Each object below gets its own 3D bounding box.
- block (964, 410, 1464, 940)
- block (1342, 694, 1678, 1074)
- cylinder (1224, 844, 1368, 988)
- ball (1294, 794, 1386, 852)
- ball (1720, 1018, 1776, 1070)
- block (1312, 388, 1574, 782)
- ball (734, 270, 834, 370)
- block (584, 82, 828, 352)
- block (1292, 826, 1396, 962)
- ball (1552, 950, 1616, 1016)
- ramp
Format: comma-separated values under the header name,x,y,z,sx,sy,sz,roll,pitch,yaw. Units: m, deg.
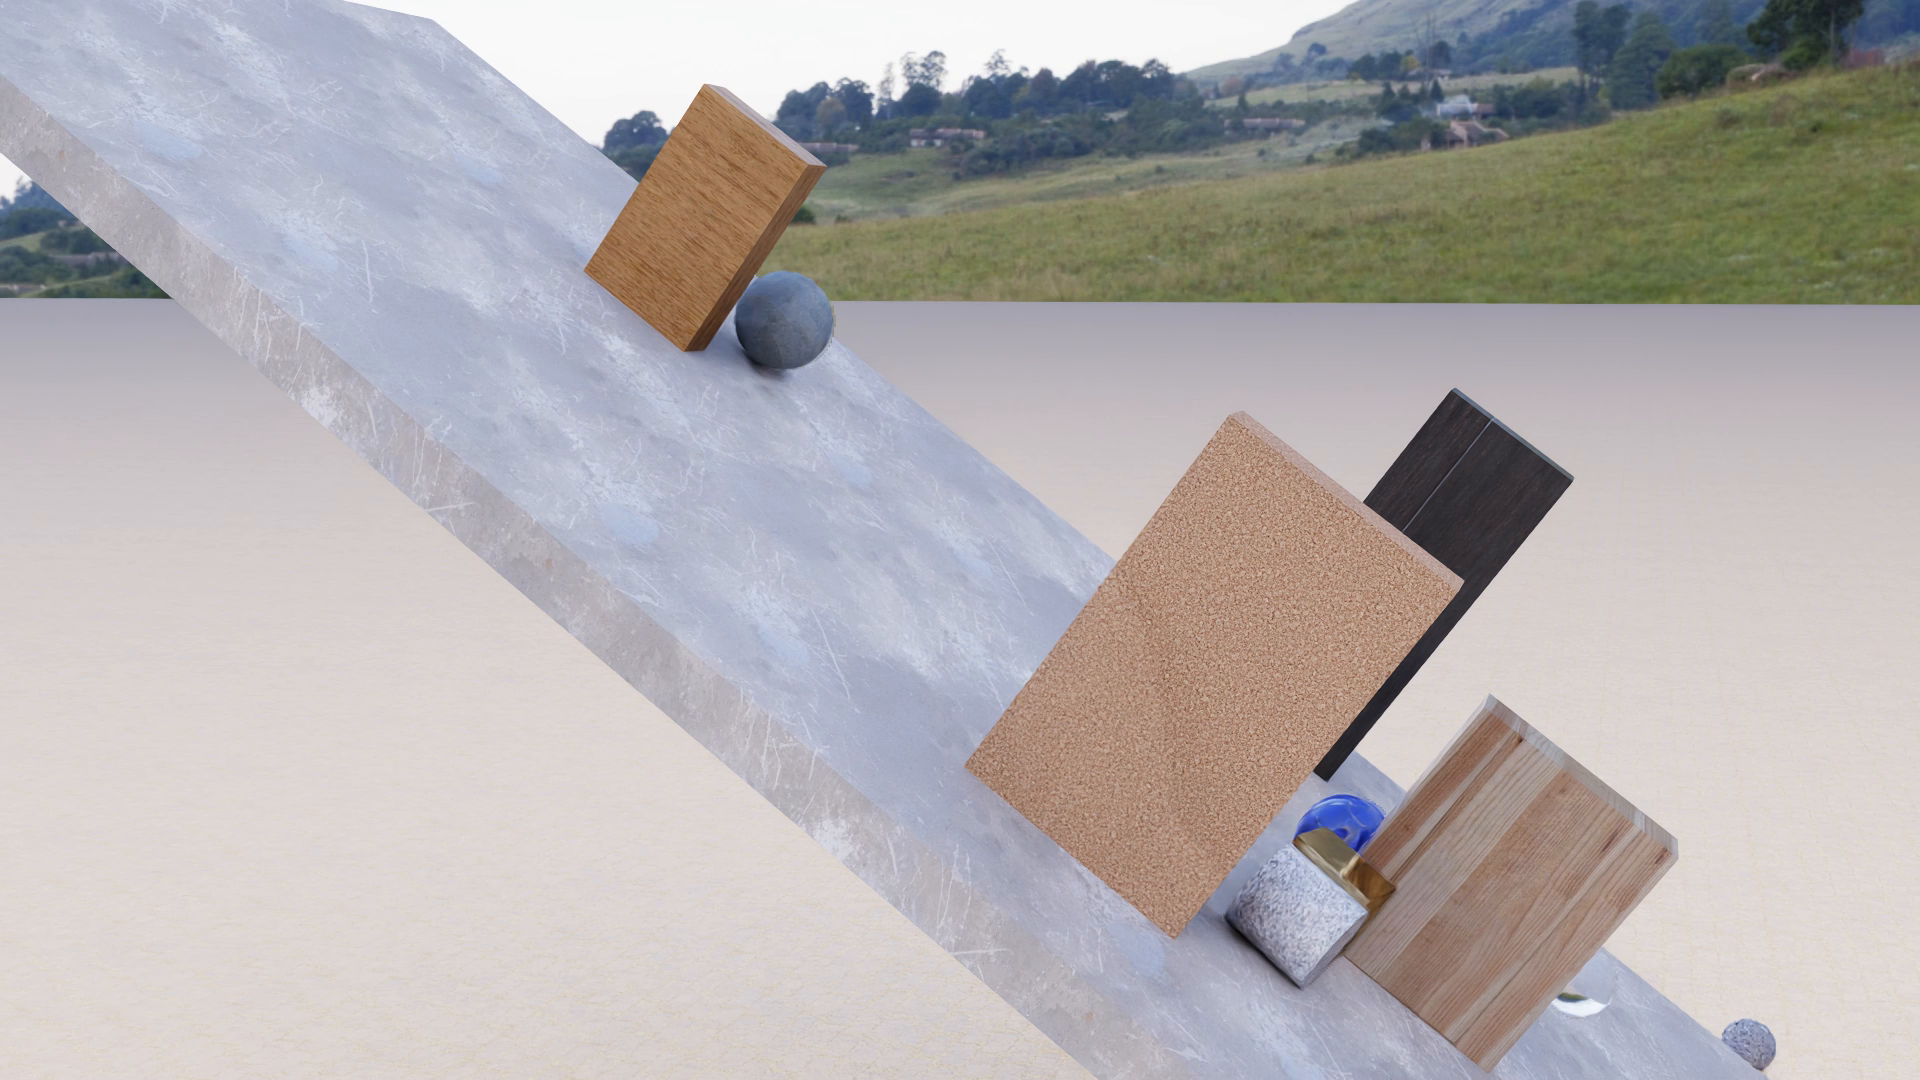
name,x,y,z,sx,sy,sz,roll,pitch,yaw
block,0.374,0.204,3.309,0.413,0.681,0.114,39,16,9
block,0.887,0.574,3.688,0.387,0.484,0.131,39,16,9
cylinder,0.532,0.594,3.481,0.160,0.160,0.160,42,24,19
ball,0.685,0.544,3.917,0.178,0.178,0.178,0,7,0
ball,1.831,1.175,5.108,0.123,0.123,0.123,0,7,0
block,0.879,0.095,4.491,0.297,0.789,0.103,39,16,9
ball,-0.364,-0.453,4.542,0.203,0.203,0.203,0,7,0
block,-0.501,-0.629,4.310,0.265,0.446,0.103,39,16,9
block,0.592,0.590,3.630,0.156,0.156,0.156,42,17,21
ball,1.178,0.837,4.185,0.137,0.137,0.137,0,7,0
ramp,-0.063,0.125,4.069,4.000,0.100,2.000,39,16,9
